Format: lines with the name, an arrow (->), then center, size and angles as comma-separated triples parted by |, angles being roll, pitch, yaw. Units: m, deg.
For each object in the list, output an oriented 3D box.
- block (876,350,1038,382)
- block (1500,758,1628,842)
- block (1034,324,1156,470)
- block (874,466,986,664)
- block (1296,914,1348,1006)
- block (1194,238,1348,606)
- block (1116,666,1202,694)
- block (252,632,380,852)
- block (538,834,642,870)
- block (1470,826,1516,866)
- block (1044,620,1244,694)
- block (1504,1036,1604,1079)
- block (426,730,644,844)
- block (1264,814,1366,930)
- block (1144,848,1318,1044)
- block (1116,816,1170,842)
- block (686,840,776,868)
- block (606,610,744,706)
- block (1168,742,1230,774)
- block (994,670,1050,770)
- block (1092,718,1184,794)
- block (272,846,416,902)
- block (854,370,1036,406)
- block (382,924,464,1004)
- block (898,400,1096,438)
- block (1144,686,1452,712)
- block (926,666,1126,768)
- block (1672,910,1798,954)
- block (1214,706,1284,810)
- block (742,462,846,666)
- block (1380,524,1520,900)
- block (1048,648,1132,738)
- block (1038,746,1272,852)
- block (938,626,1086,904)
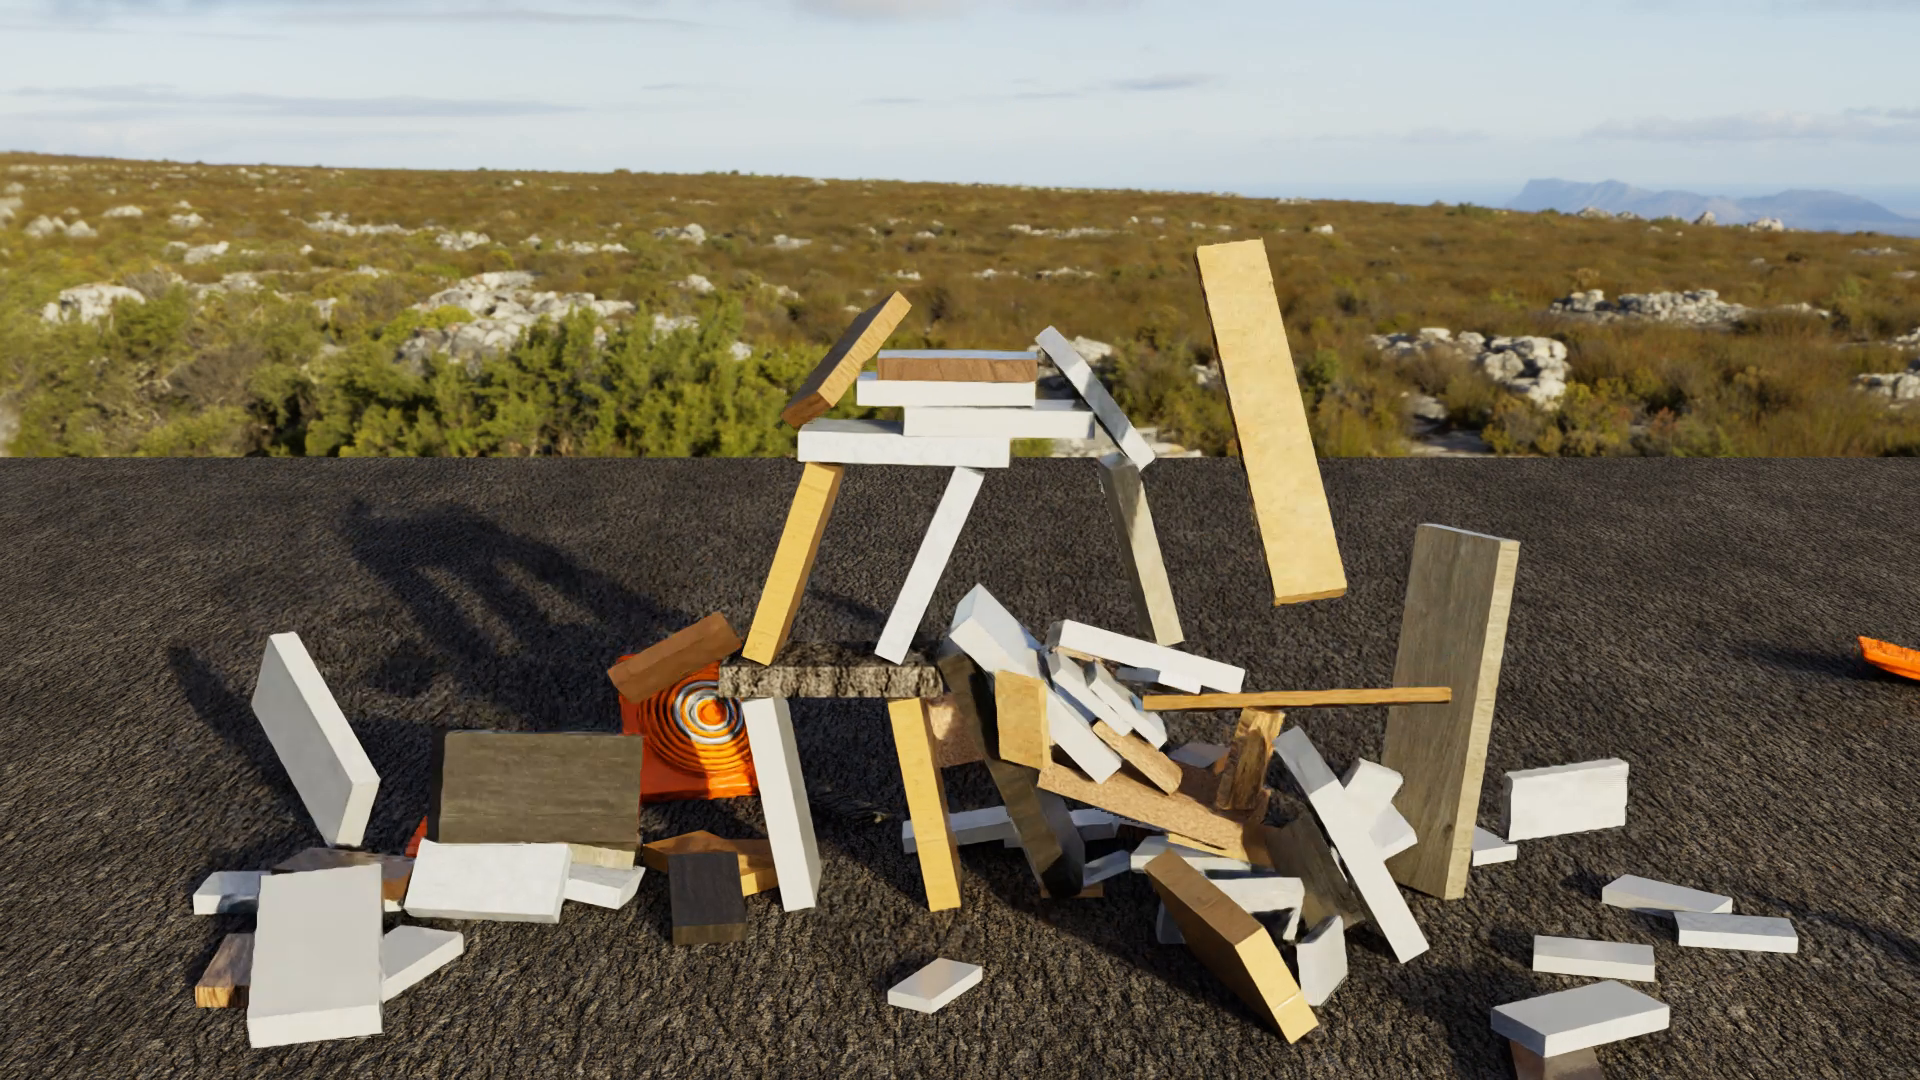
block -> -0.005, -0.279, 3.512 | 0.252, 0.036, 0.126 | 0, 11, 0
block -> 1.015, 0.436, 3.696 | 0.221, 0.110, 0.031 | -5, 16, -16
block -> 0.221, -0.230, 3.577 | 0.036, 0.252, 0.126 | -39, 39, 3
block -> -0.047, 0.027, 3.572 | 0.047, 0.332, 0.166 | 24, 11, -2
block -> 0.530, 0.612, 3.212 | 0.025, 0.088, 0.224 | -7, -1, 20
block -> 0.434, -0.175, 3.104 | 0.099, 0.563, 0.028 | -8, -25, -4
block -> 0.315, 0.223, 3.502 | 0.074, 0.021, 0.149 | 18, -8, -21
block -> -1.156, 0.360, 3.933 | 0.050, 0.176, 0.388 | -7, 44, -40
block -> -0.653, 0.510, 3.702 | 0.221, 0.031, 0.111 | 9, 7, -2
block -> 0.895, 0.533, 3.904 | 0.091, 0.026, 0.182 | -4, 11, -23
block -> 0.296, 0.193, 3.569 | 0.301, 0.043, 0.151 | 16, -7, -6
block -> 0.797, 0.708, 2.949 | 0.110, 0.031, 0.220 | 2, 11, 8
block -> -0.693, 0.404, 3.607 | 0.353, 0.176, 0.050 | 5, -2, -36
block -> 0.553, 0.531, 3.440 | 0.026, 0.182, 0.091 | -11, -23, -41
block -> 0.390, 0.585, 3.207 | 0.050, 0.176, 0.352 | -33, 17, -9
block -> 0.372, 0.511, 4.015 | 0.099, 0.028, 0.198 | 7, 13, 35
block -> -0.378, 0.531, 3.728 | 0.164, 0.023, 0.082 | 0, 11, 0
block -> -0.450, 0.187, 3.487 | 0.201, 0.028, 0.100 | -28, -25, -2
block -> 0.434, 0.454, 4.322 | 0.100, 0.028, 0.319 | 6, 12, 29
block -> 0.098, 0.282, 3.442 | 0.079, 0.158, 0.022 | 13, 35, 27
block -> 0.287, 0.340, 3.546 | 0.164, 0.023, 0.082 | 40, 15, 2
block -> -1.000, 0.549, 3.622 | 0.230, 0.033, 0.115 | 3, 11, 17
block -> -0.027, -0.245, 3.535 | 0.282, 0.040, 0.141 | -1, 11, -5
block -> -0.862, 0.641, 3.309 | 0.111, 0.031, 0.244 | 4, 11, 20
block -> 0.056, -0.196, 3.521 | 0.301, 0.043, 0.151 | 1, 11, -6
block -> 0.532, 0.253, 3.478 | 0.477, 0.021, 0.074 | -3, -8, 11
block -> 0.132, 0.358, 4.518 | 0.522, 0.141, 0.040 | -8, 5, -36
block -> 1.218, 0.616, 3.459 | 0.176, 0.025, 0.088 | 2, 11, 11
block -> 0.460, 0.348, 3.495 | 0.082, 0.164, 0.023 | 7, 12, -46
block -> -0.266, 0.025, 3.564 | 0.047, 0.332, 0.166 | 20, 12, 1
block -> 0.802, 0.283, 3.669 | 0.050, 0.600, 0.176 | 3, 8, -38
block -> 0.208, 0.244, 3.519 | 0.158, 0.022, 0.079 | 40, 14, -16
block -> 0.319, 0.408, 3.604 | 0.344, 0.049, 0.172 | 16, 18, 19
block -> 0.089, 0.360, 3.621 | 0.049, 0.456, 0.172 | -22, 14, 12
